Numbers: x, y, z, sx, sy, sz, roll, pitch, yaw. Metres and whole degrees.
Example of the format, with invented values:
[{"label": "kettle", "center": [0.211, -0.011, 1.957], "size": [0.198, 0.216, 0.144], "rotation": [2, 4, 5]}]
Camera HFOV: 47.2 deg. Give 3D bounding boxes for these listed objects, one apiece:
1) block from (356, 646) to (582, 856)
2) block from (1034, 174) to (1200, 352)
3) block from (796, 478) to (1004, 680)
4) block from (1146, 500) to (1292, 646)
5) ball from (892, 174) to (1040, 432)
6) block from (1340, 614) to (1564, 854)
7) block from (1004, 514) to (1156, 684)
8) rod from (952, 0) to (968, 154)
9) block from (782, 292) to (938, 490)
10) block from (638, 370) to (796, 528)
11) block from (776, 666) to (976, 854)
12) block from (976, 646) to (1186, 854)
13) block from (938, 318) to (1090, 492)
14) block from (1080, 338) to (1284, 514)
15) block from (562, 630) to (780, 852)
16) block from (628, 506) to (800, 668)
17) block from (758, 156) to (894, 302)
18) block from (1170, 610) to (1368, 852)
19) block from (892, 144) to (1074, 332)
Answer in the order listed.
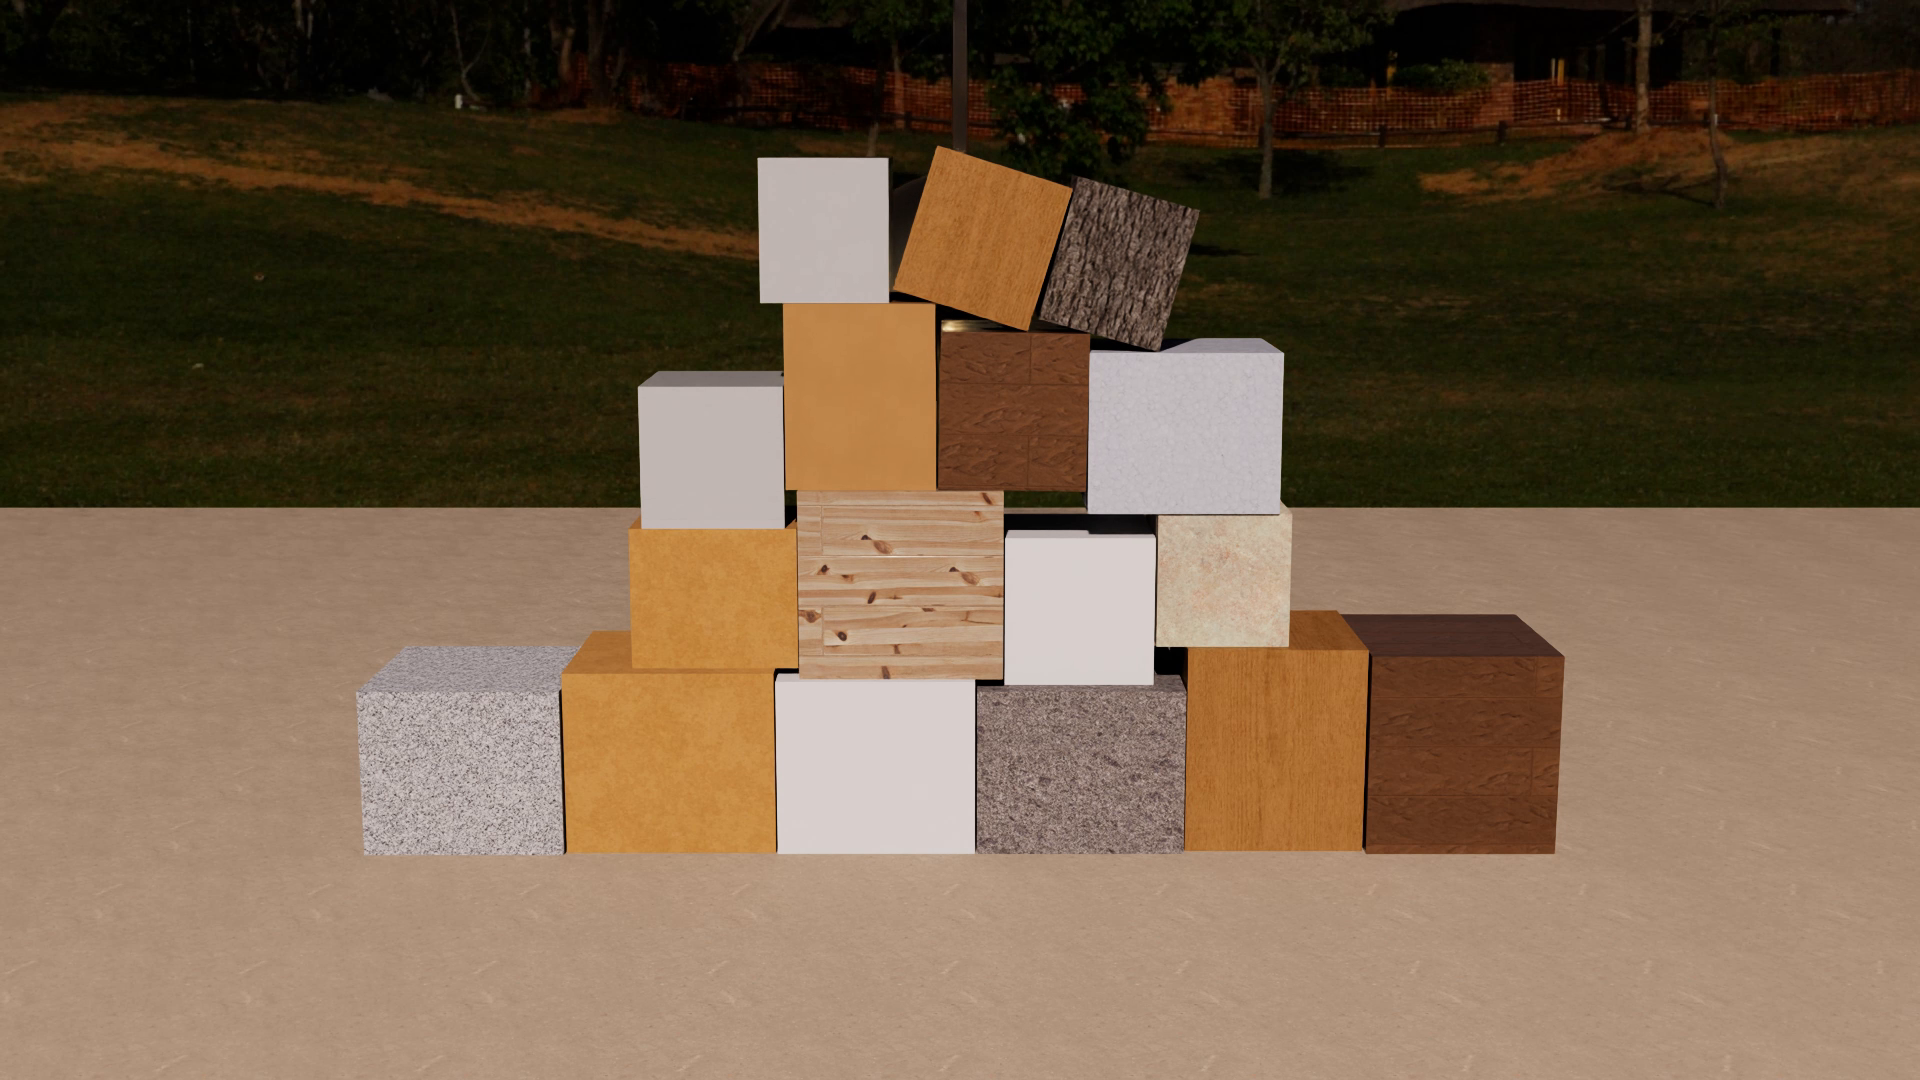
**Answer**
[{"label": "block", "center": [-2.468, 1.069, 11.356], "size": [0.993, 0.834, 0.993], "rotation": [0, 10, 0]}, {"label": "block", "center": [0.768, -1.385, 10.925], "size": [0.606, 0.706, 0.670], "rotation": [15, 10, -2]}, {"label": "block", "center": [-0.290, 0.150, 11.201], "size": [1.006, 0.939, 0.856], "rotation": [0, 10, 0]}, {"label": "block", "center": [1.301, 0.133, 11.207], "size": [0.655, 0.668, 0.749], "rotation": [0, 10, 0]}, {"label": "ball", "center": [0.000, -1.417, 13.255], "size": [1.600, 1.600, 1.600], "rotation": [0, 10, 0]}, {"label": "block", "center": [2.493, 0.981, 11.349], "size": [0.942, 1.010, 0.982], "rotation": [0, 10, 0]}, {"label": "block", "center": [0.593, 0.292, 11.242], "size": [0.741, 0.740, 0.721], "rotation": [0, 10, 0]}, {"label": "rod", "center": [0.000, -4.275, 11.414], "size": [0.080, 5.200, 0.080], "rotation": [0, 33, 0]}, {"label": "block", "center": [-0.484, -0.761, 11.050], "size": [0.735, 0.908, 0.786], "rotation": [0, 10, 0]}, {"label": "block", "center": [-1.213, -0.466, 11.110], "size": [0.703, 0.701, 0.742], "rotation": [0, 10, 0]}, {"label": "block", "center": [-0.417, 1.040, 11.386], "size": [0.982, 0.879, 1.022], "rotation": [0, 10, 0]}, {"label": "block", "center": [0.599, 1.066, 11.379], "size": [1.029, 0.831, 1.005], "rotation": [0, 10, 0]}, {"label": "block", "center": [0.260, -0.691, 11.057], "size": [0.722, 0.770, 0.798], "rotation": [1, 10, 0]}, {"label": "block", "center": [1.096, -0.587, 11.092], "size": [0.940, 0.789, 0.806], "rotation": [0, 10, 0]}, {"label": "block", "center": [-1.439, 1.024, 11.368], "size": [1.043, 0.919, 0.964], "rotation": [0, 10, 0]}, {"label": "block", "center": [-1.216, 0.228, 11.213], "size": [0.826, 0.702, 0.708], "rotation": [0, 10, 0]}, {"label": "block", "center": [-0.655, -1.545, 10.894], "size": [0.623, 0.691, 0.666], "rotation": [0, 10, 0]}, {"label": "block", "center": [1.568, 0.966, 11.373], "size": [0.888, 1.030, 0.936], "rotation": [0, 10, 0]}, {"label": "block", "center": [0.110, -1.508, 10.913], "size": [0.683, 0.719, 0.657], "rotation": [17, 10, -3]}]
